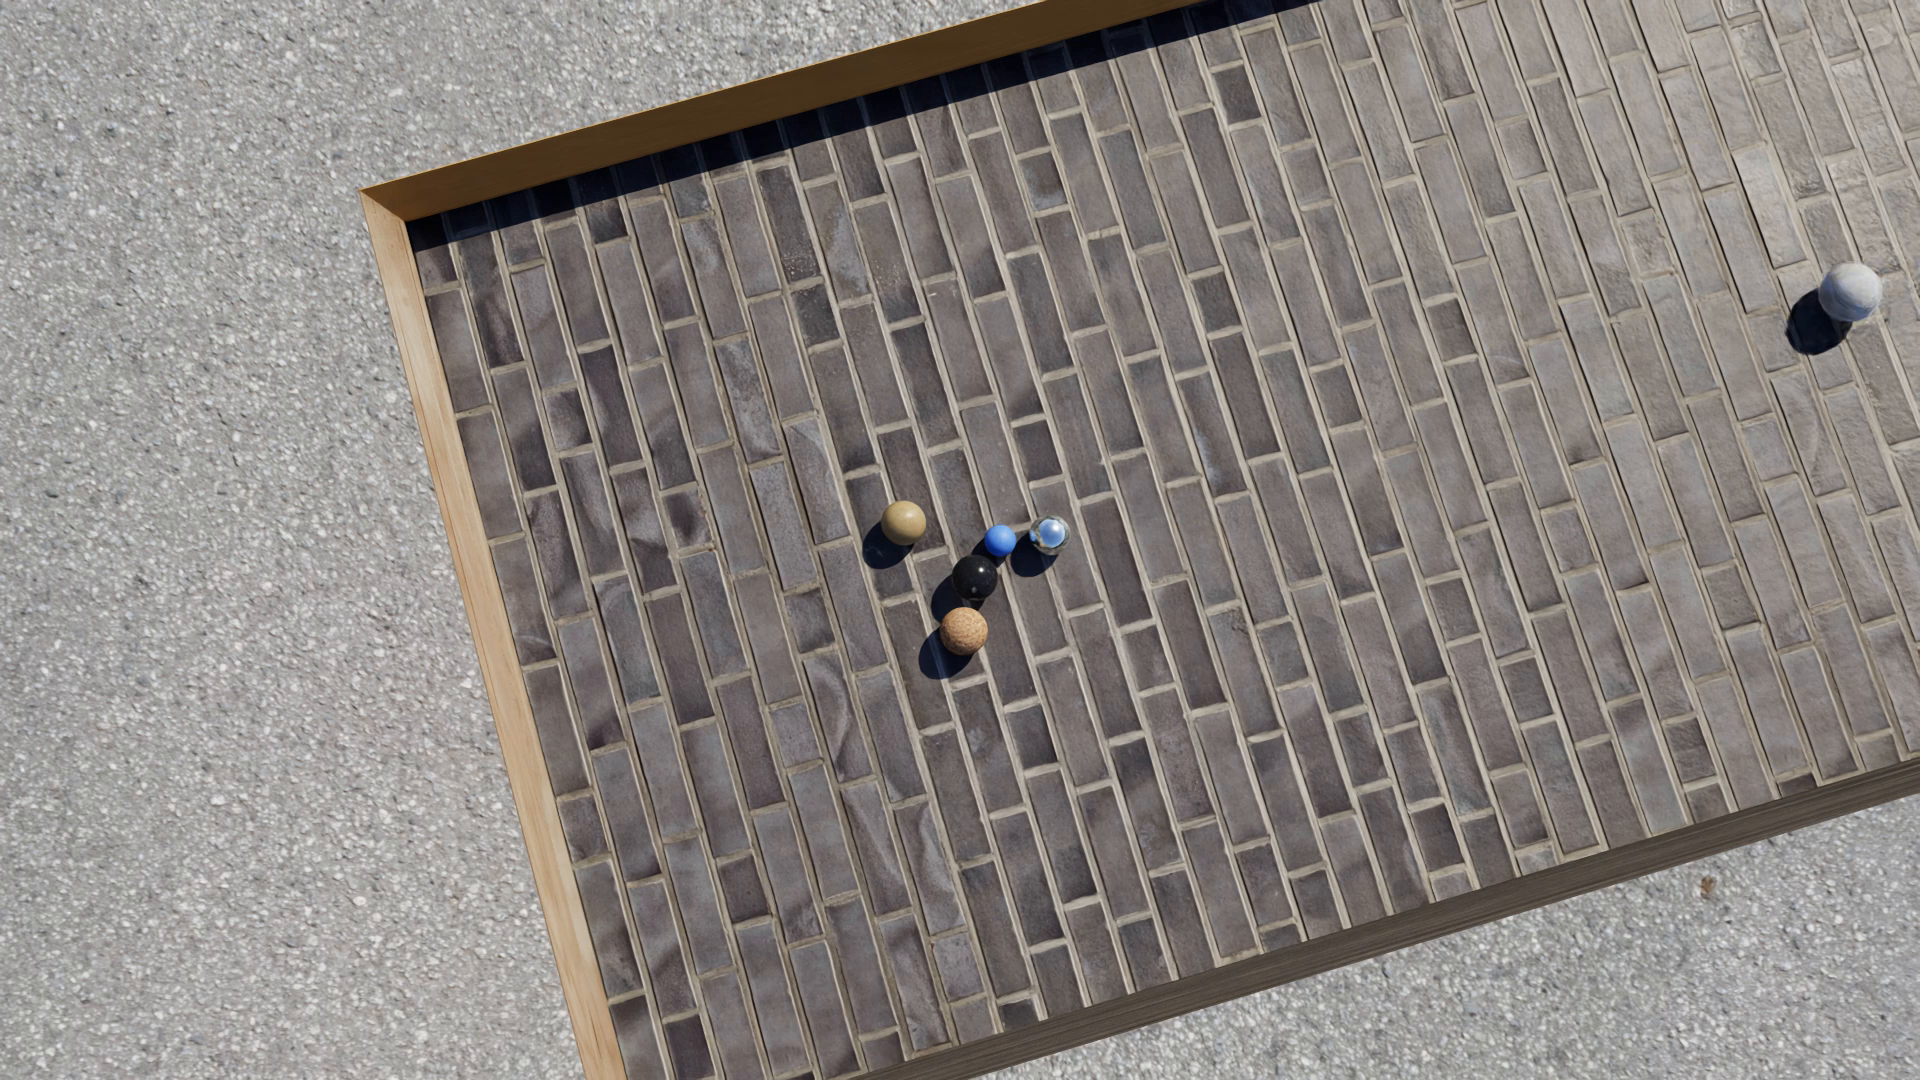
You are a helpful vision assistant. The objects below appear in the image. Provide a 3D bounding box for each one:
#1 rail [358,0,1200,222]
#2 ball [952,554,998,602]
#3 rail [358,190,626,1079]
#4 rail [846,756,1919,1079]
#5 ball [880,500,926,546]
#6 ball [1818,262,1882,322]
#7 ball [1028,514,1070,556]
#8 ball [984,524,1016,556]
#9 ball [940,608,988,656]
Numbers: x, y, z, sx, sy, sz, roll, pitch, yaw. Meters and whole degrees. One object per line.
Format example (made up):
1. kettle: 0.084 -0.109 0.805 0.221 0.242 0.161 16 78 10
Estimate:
1. rail: 0.487 -0.892 3.424 2.884 0.118 0.045 -16 80 -3
2. ball: 0.022 0.056 3.277 0.070 0.070 0.070 0 80 0
3. rail: -0.669 0.188 3.227 0.045 0.118 1.504 -16 80 -3
4. rail: 0.897 0.483 3.174 2.884 0.118 0.045 -16 80 -3
5. ball: -0.084 -0.025 3.292 0.068 0.068 0.068 0 80 0
6. ball: 1.354 -0.377 3.345 0.091 0.091 0.091 0 80 0
7. ball: 0.135 -0.008 3.292 0.063 0.063 0.063 0 80 0
8. ball: 0.060 0.001 3.298 0.048 0.048 0.048 0 80 0
9. ball: 0.005 0.135 3.261 0.072 0.072 0.072 0 80 0
